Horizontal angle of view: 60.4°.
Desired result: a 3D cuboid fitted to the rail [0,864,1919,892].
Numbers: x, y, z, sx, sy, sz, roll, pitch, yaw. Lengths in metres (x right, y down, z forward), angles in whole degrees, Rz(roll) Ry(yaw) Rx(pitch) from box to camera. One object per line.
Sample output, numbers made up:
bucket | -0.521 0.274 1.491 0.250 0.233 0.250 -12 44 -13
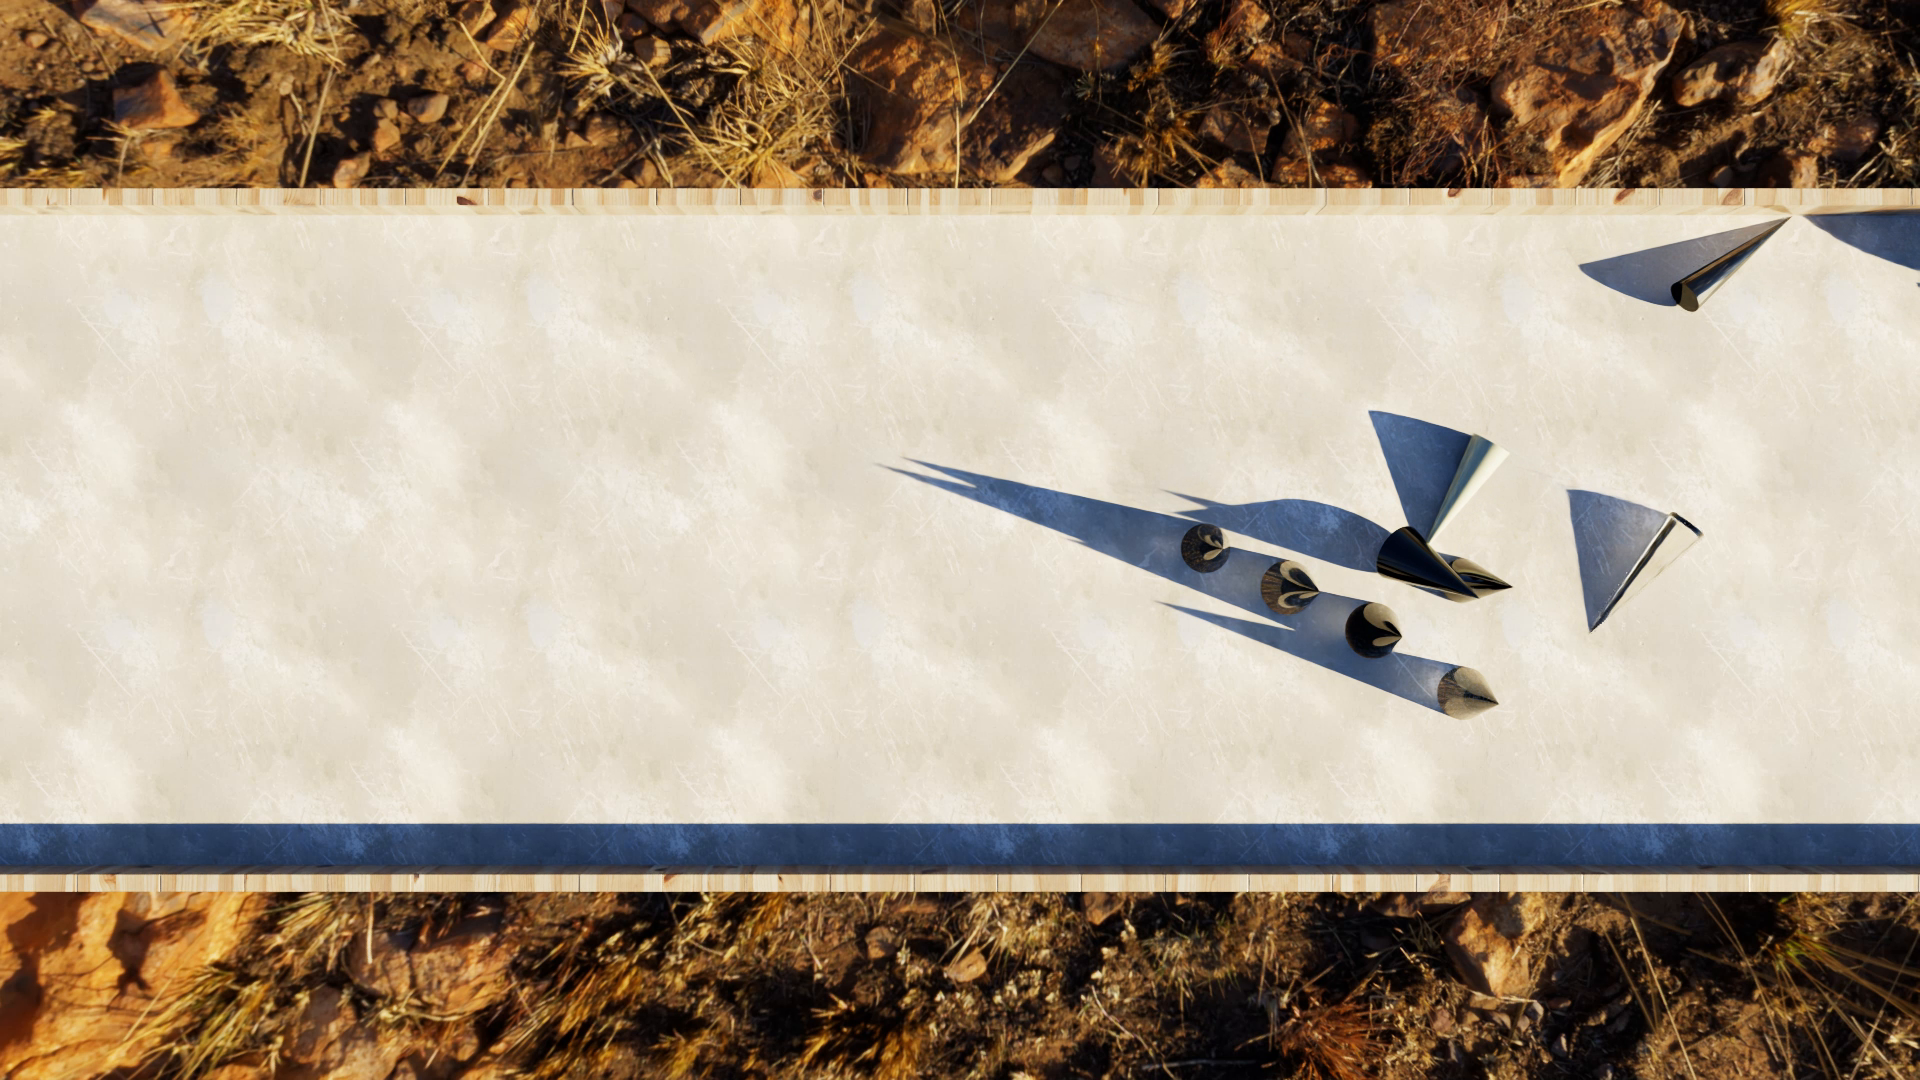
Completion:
rail | -2.247 1.025 5.001 12.000 0.150 0.050 0 90 0

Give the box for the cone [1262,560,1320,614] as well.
cone | 1.010 0.147 4.850 0.168 0.454 0.168 0 90 0

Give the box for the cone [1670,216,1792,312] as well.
cone | 2.387 -0.869 5.050 0.447 0.108 0.108 -36 90 -7

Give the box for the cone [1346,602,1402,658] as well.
cone | 1.272 0.279 4.908 0.173 0.337 0.173 0 90 0

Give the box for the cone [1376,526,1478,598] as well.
cone | 1.420 0.105 4.897 0.177 0.323 0.177 -17 123 -28

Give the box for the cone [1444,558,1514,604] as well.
cone | 1.566 0.130 4.899 0.138 0.339 0.138 0 92 -8

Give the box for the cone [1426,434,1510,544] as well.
cone | 1.514 -0.120 5.046 0.123 0.123 0.409 30 99 0

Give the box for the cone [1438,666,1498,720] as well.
cone | 1.550 0.472 4.908 0.164 0.337 0.164 0 90 0

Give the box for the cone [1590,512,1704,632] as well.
cone | 2.073 0.121 5.047 0.117 0.117 0.443 39 98 0

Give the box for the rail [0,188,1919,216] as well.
rail | -2.247 -1.025 5.002 12.000 0.150 0.050 0 90 0

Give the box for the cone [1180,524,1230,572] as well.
cone | 0.756 0.025 4.910 0.152 0.334 0.152 0 90 0
